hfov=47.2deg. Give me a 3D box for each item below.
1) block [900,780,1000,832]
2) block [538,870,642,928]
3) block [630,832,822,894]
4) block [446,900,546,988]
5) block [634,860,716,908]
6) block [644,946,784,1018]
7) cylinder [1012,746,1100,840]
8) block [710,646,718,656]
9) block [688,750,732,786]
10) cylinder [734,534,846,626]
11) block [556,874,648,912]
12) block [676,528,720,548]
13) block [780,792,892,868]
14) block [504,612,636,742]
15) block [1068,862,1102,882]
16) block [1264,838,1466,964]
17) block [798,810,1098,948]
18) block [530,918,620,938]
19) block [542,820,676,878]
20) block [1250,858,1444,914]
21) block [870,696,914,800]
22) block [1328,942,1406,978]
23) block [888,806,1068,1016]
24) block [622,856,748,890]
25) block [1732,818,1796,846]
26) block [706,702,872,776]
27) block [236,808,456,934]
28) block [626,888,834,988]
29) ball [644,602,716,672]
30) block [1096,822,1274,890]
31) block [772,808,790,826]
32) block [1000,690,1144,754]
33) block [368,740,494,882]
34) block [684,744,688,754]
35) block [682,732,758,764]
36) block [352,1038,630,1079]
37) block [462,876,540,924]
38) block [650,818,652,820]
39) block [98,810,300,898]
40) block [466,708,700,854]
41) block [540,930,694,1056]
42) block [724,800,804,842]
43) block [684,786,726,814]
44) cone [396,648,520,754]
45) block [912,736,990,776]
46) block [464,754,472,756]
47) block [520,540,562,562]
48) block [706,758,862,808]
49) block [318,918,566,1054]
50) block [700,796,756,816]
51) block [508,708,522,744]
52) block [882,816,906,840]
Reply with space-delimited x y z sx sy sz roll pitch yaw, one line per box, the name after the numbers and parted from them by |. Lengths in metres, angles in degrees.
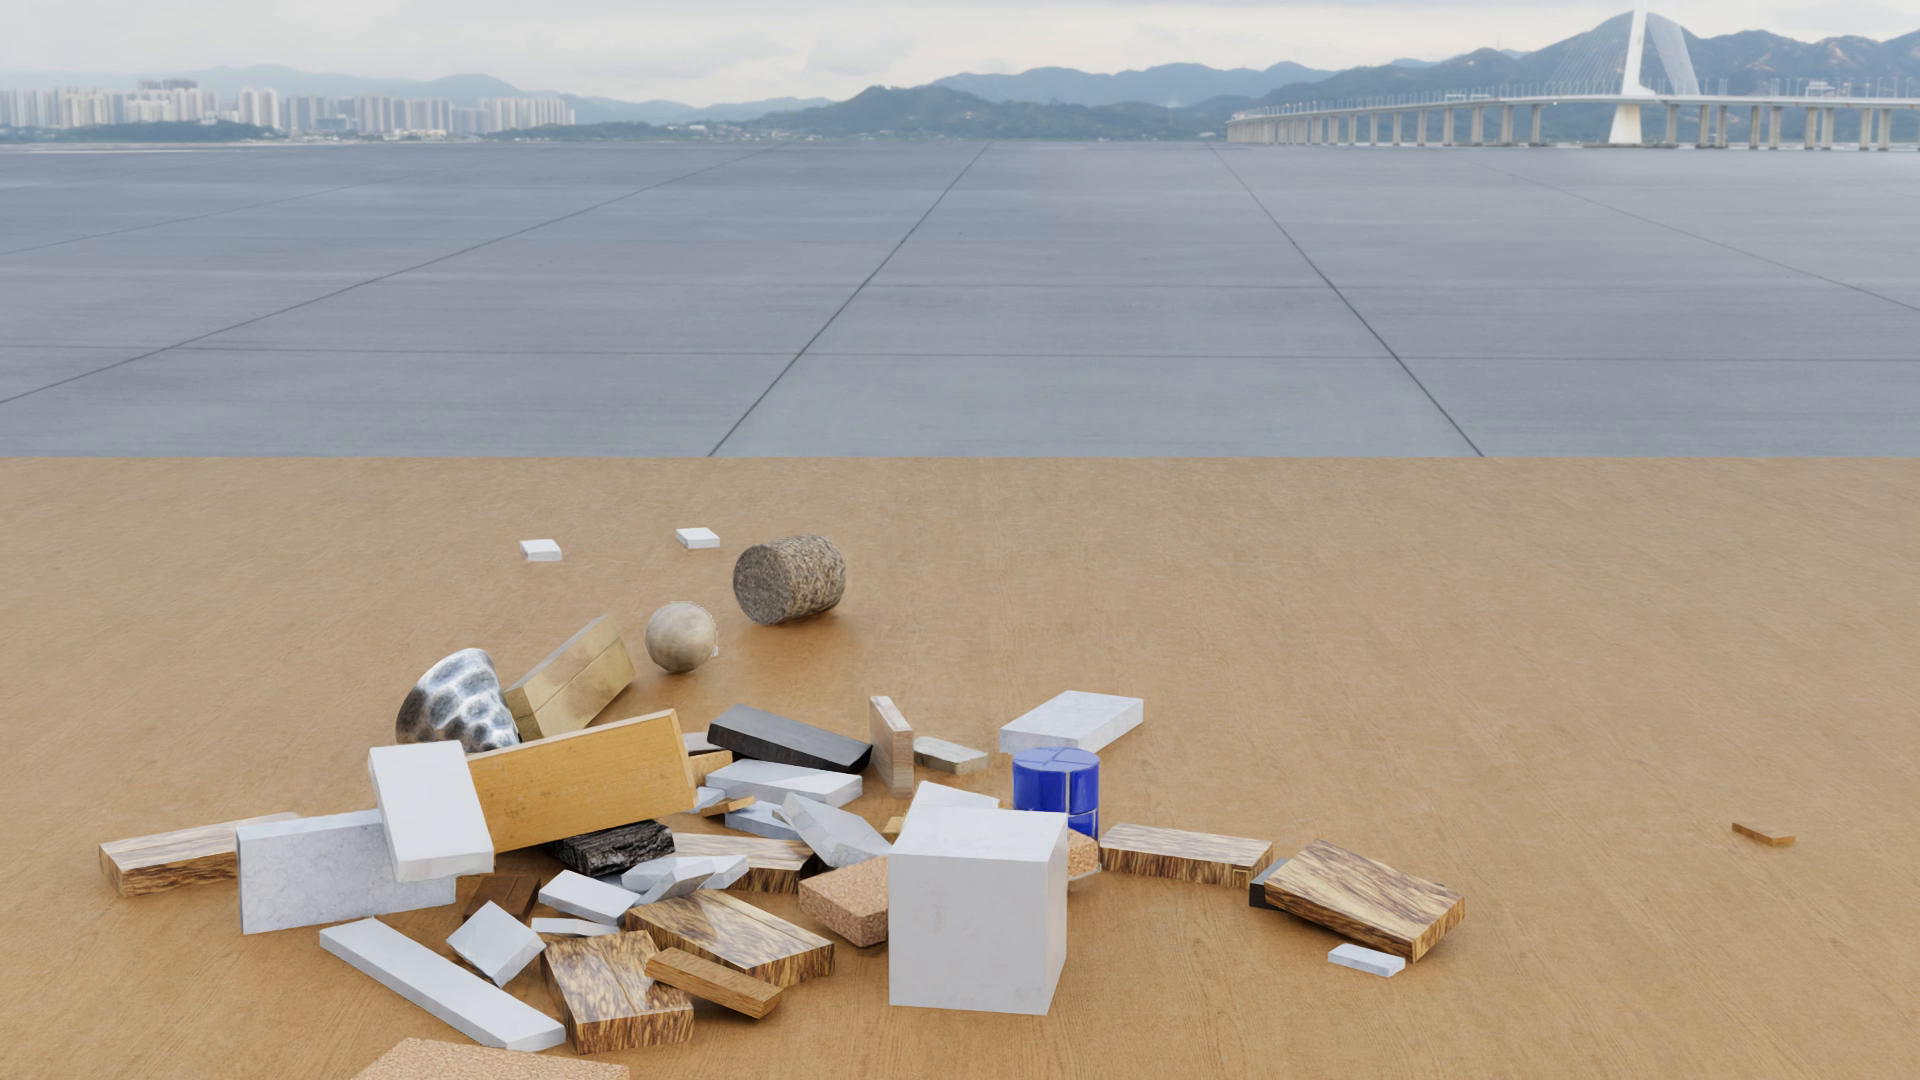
-0.018 0.505 3.915 0.148 0.042 0.295 13 10 3 | block
-0.598 0.581 3.558 0.148 0.021 0.074 14 27 21 | block
-0.399 0.551 3.762 0.298 0.042 0.149 2 11 12 | block
-0.707 0.613 3.345 0.091 0.026 0.182 -43 30 -21 | block
-0.455 0.554 3.506 0.074 0.021 0.149 -9 -23 -39 | block
-0.355 0.638 3.174 0.182 0.026 0.091 18 4 13 | block
0.171 0.464 3.924 0.154 0.154 0.154 0 11 0 | cylinder
-0.659 0.260 5.381 0.081 0.023 0.161 -5 12 -27 | block
-0.496 0.446 4.292 0.110 0.055 0.016 -7 13 -34 | block
-0.443 0.103 5.727 0.208 0.208 0.208 8 13 37 | cylinder
-0.577 0.582 3.642 0.185 0.026 0.093 -3 11 -14 | block
-0.811 -0.006 6.802 0.098 0.028 0.196 -3 11 -18 | block
-0.197 0.517 3.789 0.149 0.042 0.298 22 2 -22 | block
-0.830 0.309 4.736 0.044 0.157 0.687 -20 8 9 | block
0.145 0.572 3.727 0.214 0.015 0.052 -9 14 -40 | block
0.640 0.569 3.488 0.284 0.040 0.142 18 37 43 | block
-0.015 0.545 3.578 0.472 0.050 0.177 -12 18 -35 | block
-0.590 0.599 3.381 0.074 0.021 0.148 -2 -15 18 | block
-0.611 0.515 3.788 0.149 0.042 0.298 -14 8 -25 | block
0.633 0.582 3.602 0.283 0.040 0.142 6 12 28 | block
-0.136 0.403 4.306 0.038 0.134 0.268 -2 11 -12 | block
0.620 0.641 3.356 0.104 0.015 0.052 8 13 38 | block
0.030 0.546 3.273 0.231 0.231 0.231 2 11 10 | block
-0.452 0.547 3.616 0.185 0.026 0.093 -4 8 20 | block
1.449 0.527 3.965 0.052 0.015 0.104 -4 11 -22 | block
-0.337 0.404 4.365 0.295 0.042 0.148 16 16 13 | block
-0.985 0.525 3.542 0.336 0.168 0.048 -5 22 -25 | block
-0.358 0.618 3.392 0.163 0.046 0.327 -9 14 -40 | block
-0.657 0.229 5.161 0.165 0.165 0.165 0 11 0 | ball
0.385 0.545 3.803 0.284 0.040 0.142 4 11 22 | block
-0.295 0.501 3.969 0.047 0.013 0.095 -7 13 -35 | block
0.237 0.389 4.616 0.177 0.050 0.354 5 12 26 | block
-0.851 0.431 3.530 0.148 0.042 0.295 -3 33 -23 | block
-0.598 0.429 4.240 0.081 0.023 0.161 8 20 19 | block
-0.464 0.422 4.469 0.268 0.038 0.134 -3 11 -18 | block
-0.613 0.718 2.855 0.327 0.046 0.163 3 11 16 | block
-0.746 0.592 3.587 0.093 0.026 0.185 0 11 -1 | block
-0.601 0.486 4.150 0.104 0.029 0.208 3 11 15 | block
-1.293 0.541 3.803 0.336 0.048 0.168 -7 13 -33 | block
-0.705 0.427 3.770 0.487 0.168 0.048 -13 8 5 | block
-0.503 0.654 3.199 0.163 0.046 0.327 -4 11 -19 | block
-0.328 0.515 4.003 0.186 0.026 0.093 8 13 37 | block
-0.495 0.491 4.157 0.055 0.016 0.110 5 11 24 | block
-0.927 0.385 4.314 0.250 0.250 0.250 35 26 23 | cone
-0.037 0.435 4.433 0.093 0.026 0.186 -10 14 -43 | block
-0.855 0.448 4.050 0.314 0.044 0.157 -1 -33 -3 | block
-1.260 0.031 6.604 0.098 0.028 0.196 -3 11 -18 | block
-0.337 0.470 4.212 0.268 0.038 0.134 5 12 27 | block
-0.775 0.656 3.248 0.091 0.026 0.574 -8 13 -41 | block
-0.428 0.491 4.050 0.055 0.016 0.110 -14 -3 -36 | block
-0.933 0.386 4.690 0.098 0.028 0.887 2 11 12 | block
-0.109 0.523 3.991 0.047 0.013 0.095 2 11 9 | block
